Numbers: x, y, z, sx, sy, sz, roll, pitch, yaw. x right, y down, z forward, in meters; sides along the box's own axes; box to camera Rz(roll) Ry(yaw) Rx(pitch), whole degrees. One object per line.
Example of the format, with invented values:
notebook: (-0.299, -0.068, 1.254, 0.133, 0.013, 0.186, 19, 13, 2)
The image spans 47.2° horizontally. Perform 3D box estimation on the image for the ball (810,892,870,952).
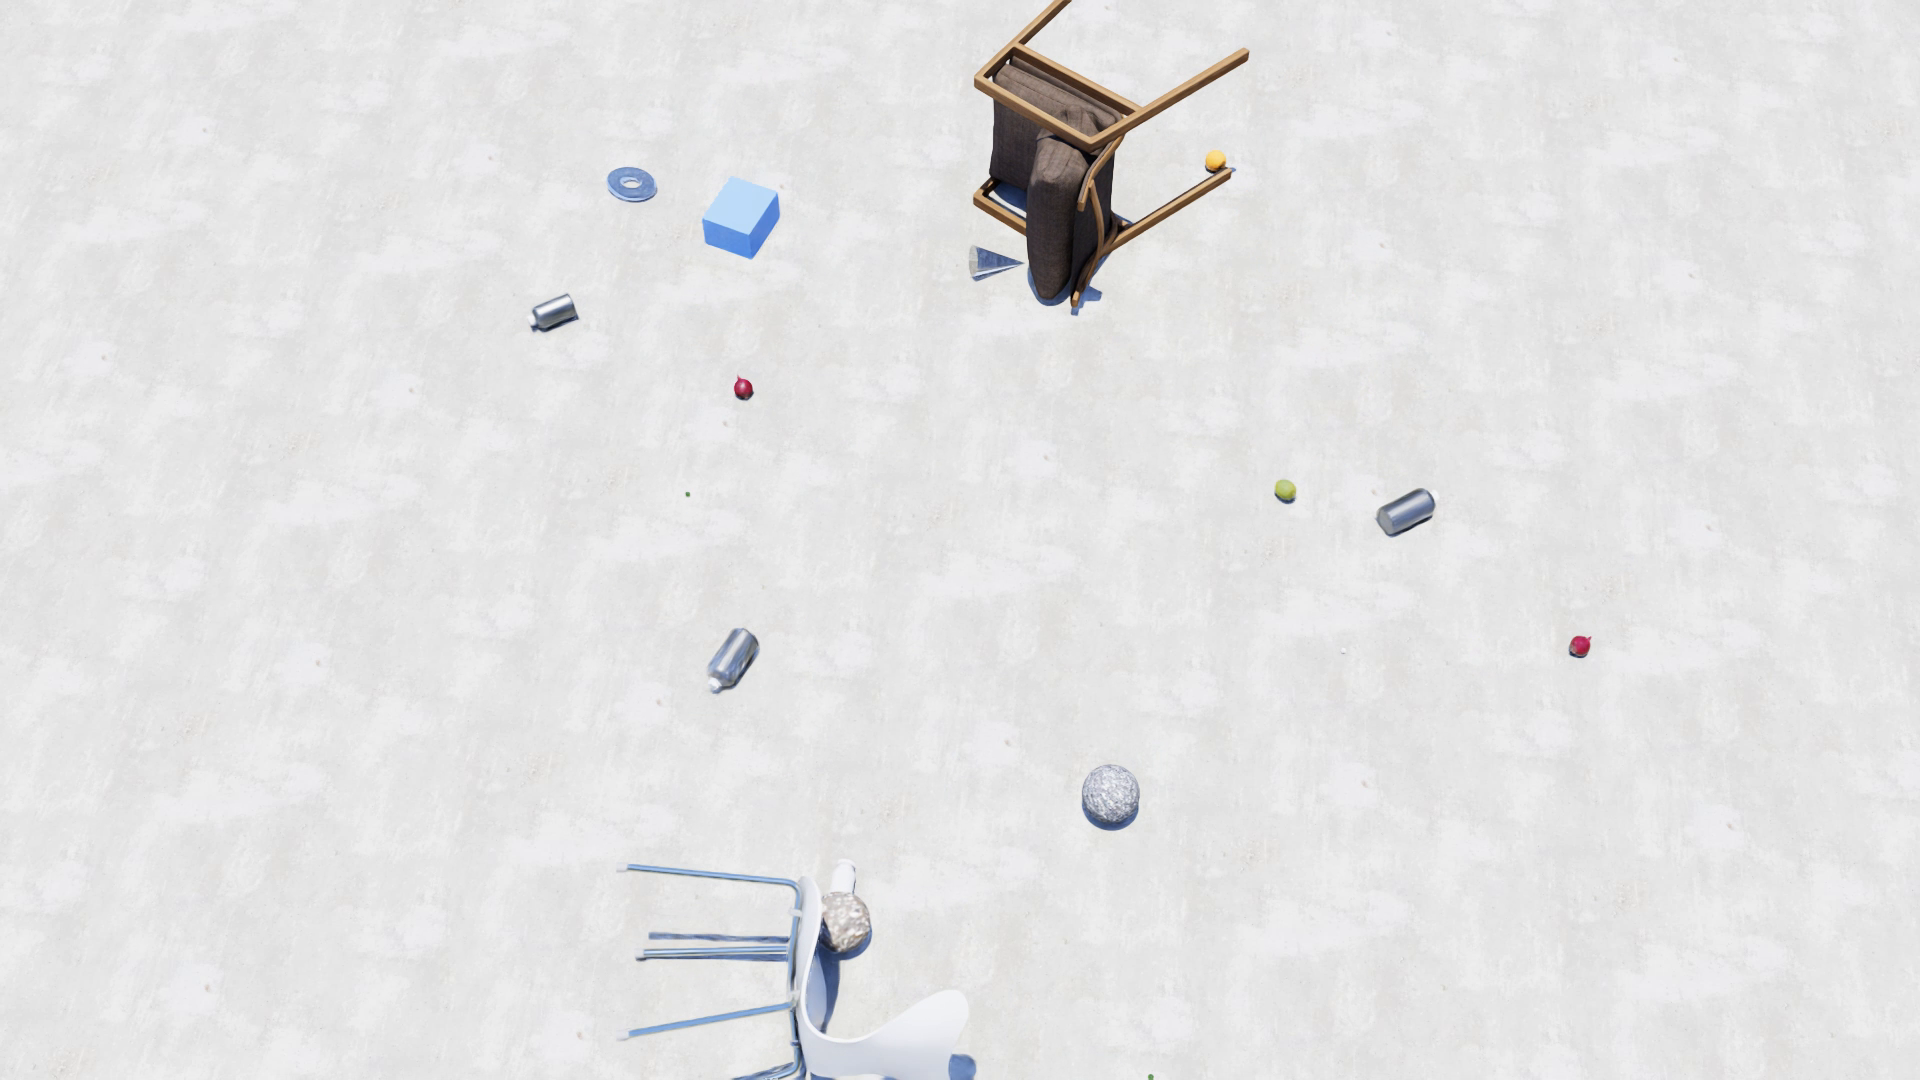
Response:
ball: (-0.316, 1.008, 5.801, 0.160, 0.160, 0.160, 0, 56, 0)

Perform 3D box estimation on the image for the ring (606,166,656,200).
ring: (-1.099, -1.192, 7.352, 0.178, 0.037, 0.137, 20, 58, 12)

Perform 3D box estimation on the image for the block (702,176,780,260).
block: (-0.716, -1.056, 7.209, 0.173, 0.123, 0.205, 21, 59, 13)

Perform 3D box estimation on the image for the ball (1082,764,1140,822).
ball: (0.412, 0.693, 6.013, 0.160, 0.160, 0.160, 0, 56, 0)
